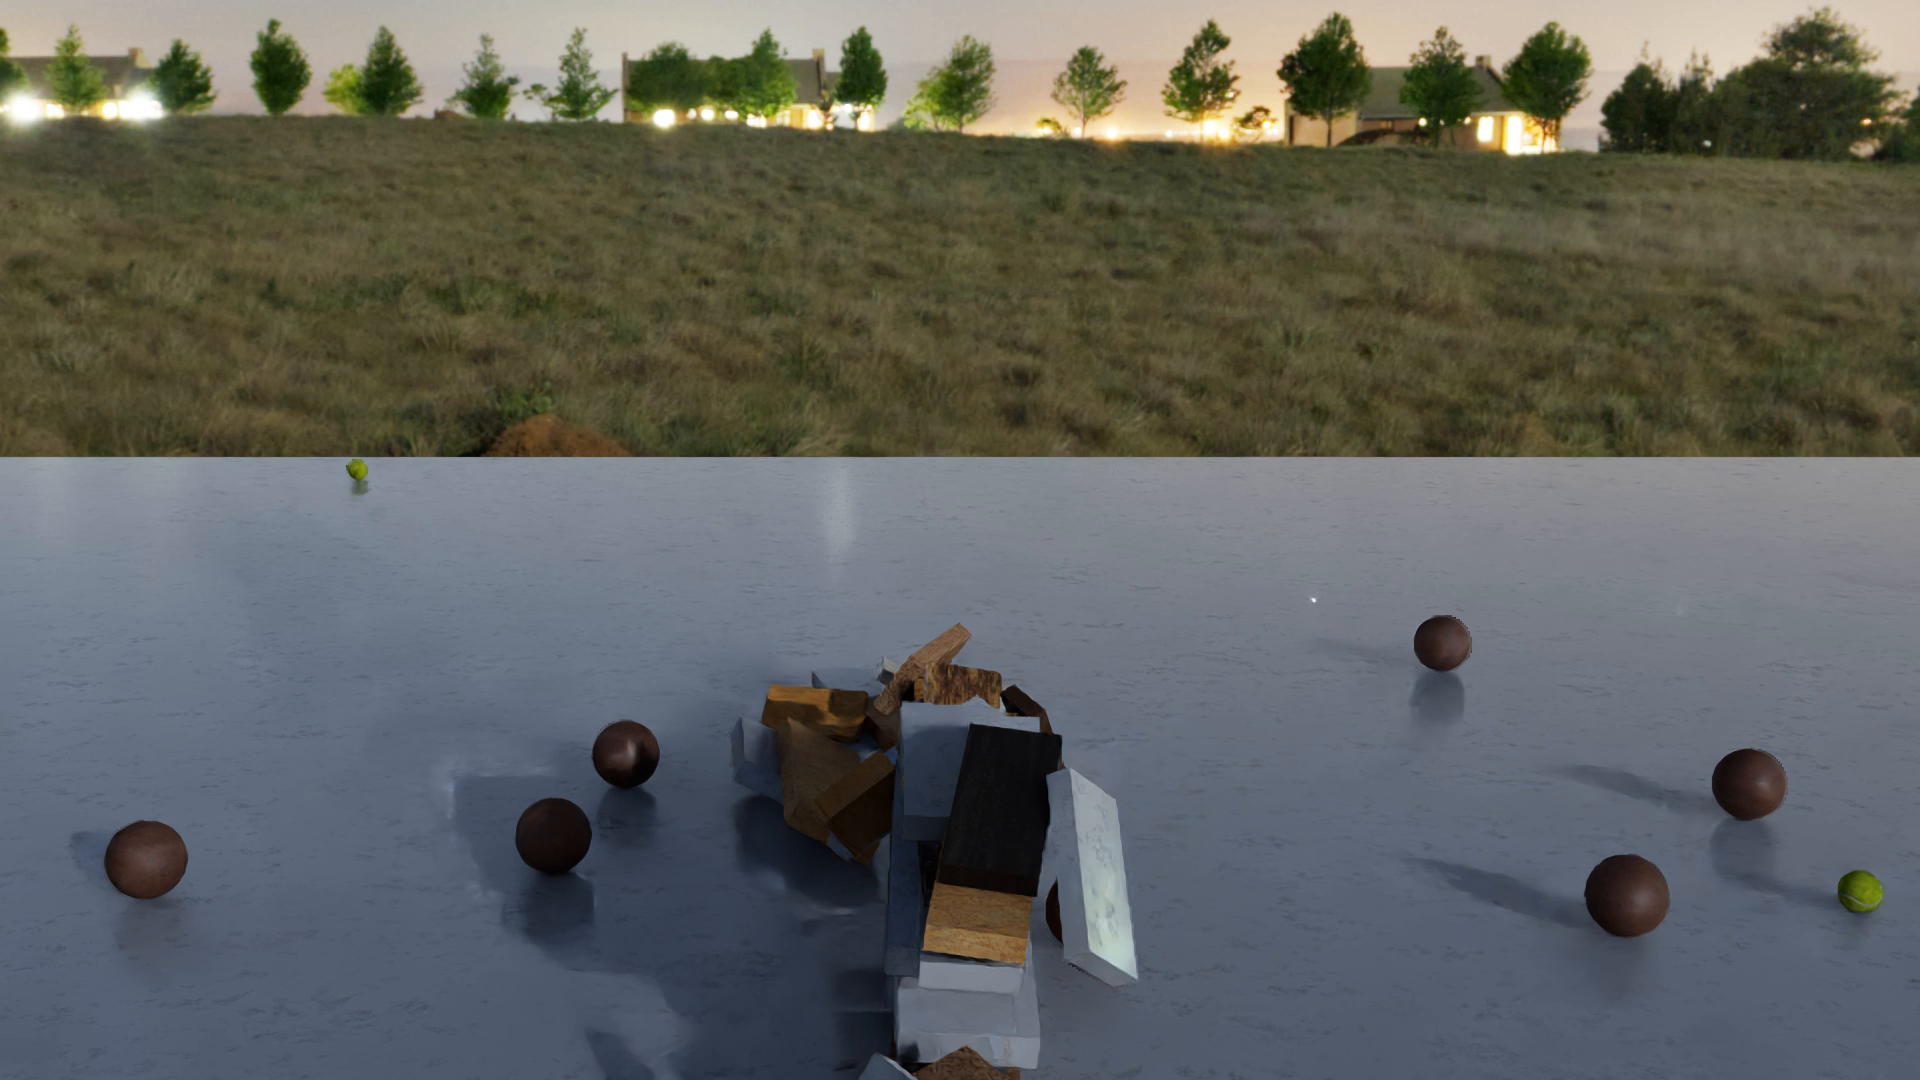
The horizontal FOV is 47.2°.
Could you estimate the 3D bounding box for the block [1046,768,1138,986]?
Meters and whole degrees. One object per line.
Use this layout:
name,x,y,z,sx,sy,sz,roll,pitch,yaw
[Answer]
block,0.153,0.391,2.560,0.032,0.229,0.114,-22,-36,24

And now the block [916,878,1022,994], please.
block,0.007,0.465,2.597,0.114,0.032,0.229,5,15,-3

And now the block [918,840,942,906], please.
block,0.008,0.384,2.725,0.114,0.032,0.229,4,21,-6

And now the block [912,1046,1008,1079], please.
block,0.018,0.647,2.449,0.114,0.032,0.229,-22,22,-24

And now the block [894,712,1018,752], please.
block,0.000,0.363,3.258,0.172,0.049,0.466,-6,-23,-2

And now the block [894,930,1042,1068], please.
block,0.002,0.531,2.816,0.173,0.049,0.346,4,30,-5

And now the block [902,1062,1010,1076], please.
block,-0.015,0.660,2.676,0.117,0.033,0.233,1,4,10

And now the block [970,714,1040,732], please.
block,0.054,0.298,2.681,0.085,0.024,0.212,2,40,0

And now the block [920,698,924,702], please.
block,-0.006,0.414,3.985,0.128,0.256,0.036,0,-24,-2

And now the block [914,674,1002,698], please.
block,-0.003,0.297,4.467,0.135,0.038,0.270,0,-1,10

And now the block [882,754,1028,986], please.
block,-0.003,0.414,2.801,0.172,0.049,0.344,5,36,-3

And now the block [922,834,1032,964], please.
block,0.026,0.413,2.551,0.114,0.032,0.229,8,19,3

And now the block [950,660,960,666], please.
block,0.005,0.320,4.769,0.213,0.030,0.107,36,20,32

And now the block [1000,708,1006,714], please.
block,0.047,0.385,3.462,0.132,0.037,0.434,-14,-30,-2

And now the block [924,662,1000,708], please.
block,0.002,0.362,3.865,0.135,0.038,0.406,9,34,-5

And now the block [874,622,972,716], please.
block,-0.075,0.265,4.526,0.038,0.135,0.270,41,24,8

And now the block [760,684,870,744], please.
block,-0.305,0.365,4.612,0.213,0.107,0.030,3,-32,15

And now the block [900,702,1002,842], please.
block,-0.009,0.296,2.813,0.132,0.037,0.265,5,27,-5

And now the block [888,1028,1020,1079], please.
block,-0.013,0.746,2.693,0.173,0.049,0.724,0,11,1

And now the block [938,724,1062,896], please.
block,0.050,0.317,2.609,0.114,0.032,0.236,7,39,5

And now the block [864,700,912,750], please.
block,-0.081,0.415,4.504,0.135,0.038,0.563,-3,11,-17

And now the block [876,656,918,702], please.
block,-0.081,0.327,4.711,0.213,0.030,0.107,31,8,-8

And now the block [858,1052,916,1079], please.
block,-0.054,0.645,2.339,0.033,0.117,0.233,37,-9,-31

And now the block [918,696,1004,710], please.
block,0.018,0.337,4.533,0.135,0.038,0.270,0,-1,17

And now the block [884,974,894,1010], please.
block,-0.006,0.624,3.086,0.166,0.047,0.331,1,-7,4

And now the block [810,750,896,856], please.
block,-0.141,0.402,3.341,0.132,0.037,0.265,-37,-19,-5

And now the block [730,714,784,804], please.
block,-0.354,0.430,4.211,0.161,0.046,0.321,28,6,-11

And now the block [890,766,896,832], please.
block,-0.084,0.408,3.522,0.086,0.171,0.024,-30,58,-13

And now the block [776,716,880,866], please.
block,-0.248,0.454,4.043,0.161,0.046,0.549,29,6,-11

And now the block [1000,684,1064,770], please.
block,0.112,0.297,3.177,0.024,0.171,0.085,-31,35,-17

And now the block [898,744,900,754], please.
block,-0.004,0.408,2.894,0.172,0.049,0.344,5,36,-3

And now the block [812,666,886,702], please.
block,-0.239,0.336,4.931,0.135,0.038,0.270,-3,11,-15

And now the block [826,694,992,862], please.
block,-0.078,0.390,3.621,0.046,0.161,0.321,37,43,25
